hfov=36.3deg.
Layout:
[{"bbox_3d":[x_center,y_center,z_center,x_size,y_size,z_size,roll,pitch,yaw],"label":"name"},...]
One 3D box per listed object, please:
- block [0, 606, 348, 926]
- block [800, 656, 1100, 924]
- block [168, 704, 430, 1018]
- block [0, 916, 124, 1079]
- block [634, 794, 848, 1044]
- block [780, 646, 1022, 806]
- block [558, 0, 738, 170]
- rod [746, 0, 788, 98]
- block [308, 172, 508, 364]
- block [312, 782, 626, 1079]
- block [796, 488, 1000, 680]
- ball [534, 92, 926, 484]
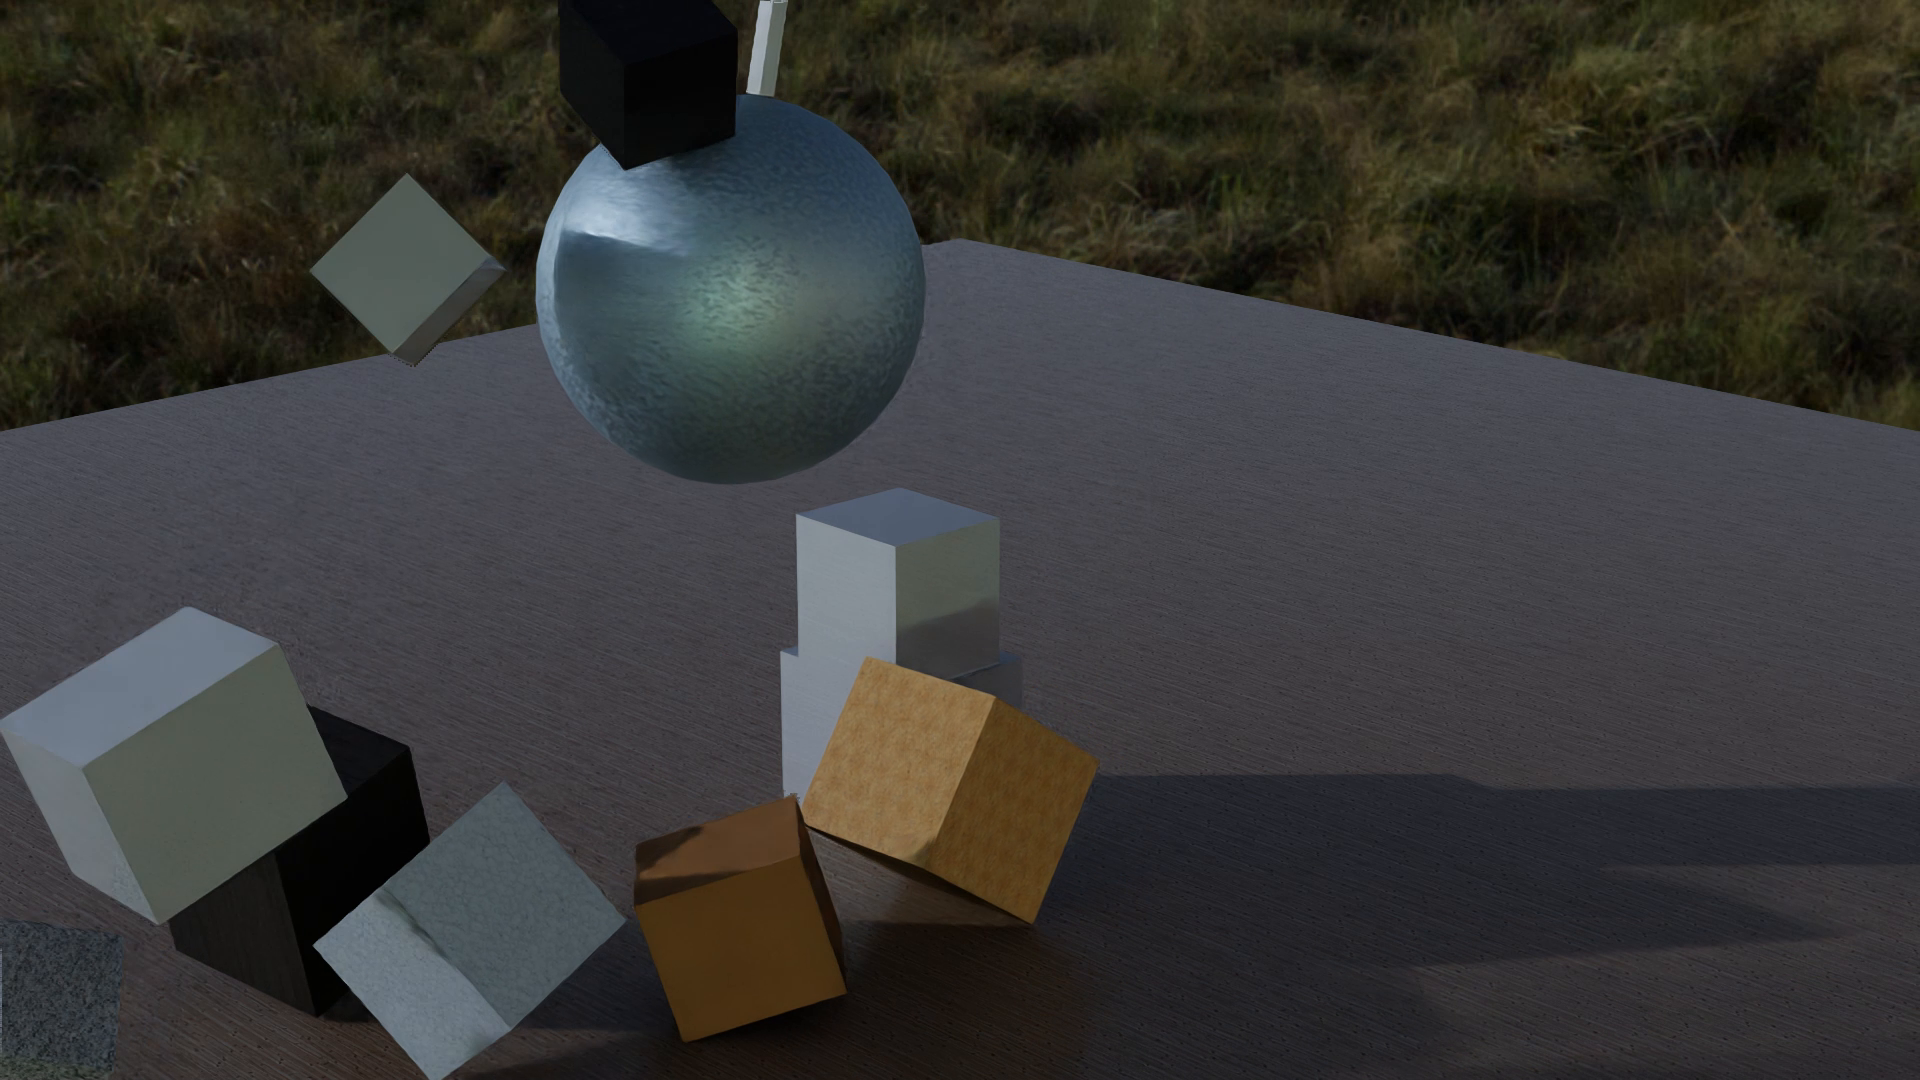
[{"bbox_3d":[-2.848,0.801,10.625,0.826,0.682,0.685,-36,32,-31],"label":"block"},{"bbox_3d":[-0.047,1.103,12.924,0.763,0.789,0.868,15,-12,40],"label":"block"},{"bbox_3d":[-2.797,1.297,12.262,0.832,0.884,0.778,18,40,30],"label":"block"},{"bbox_3d":[-3.449,1.830,10.887,0.515,0.565,0.588,13,43,-23],"label":"block"},{"bbox_3d":[-0.903,1.551,12.057,0.695,0.639,0.627,-17,18,0],"label":"block"},{"bbox_3d":[-0.277,0.944,13.921,0.739,0.851,0.875,-17,24,-42],"label":"block"},{"bbox_3d":[-1.207,-1.845,11.331,0.485,0.500,0.535,-22,53,-25],"label":"block"},{"bbox_3d":[-0.407,-4.349,11.549,0.080,5.200,0.080,17,11,42],"label":"rod"},{"bbox_3d":[-2.120,-1.040,11.305,0.444,0.525,0.465,45,-2,0],"label":"block"},{"bbox_3d":[-1.921,1.538,11.469,0.689,0.728,0.744,-43,3,-42],"label":"block"},{"bbox_3d":[-0.287,0.229,13.590,0.644,0.712,0.682,-16,23,-41],"label":"block"},{"bbox_3d":[-0.938,-1.026,12.036,1.600,1.600,1.600,0,17,0],"label":"ball"}]
